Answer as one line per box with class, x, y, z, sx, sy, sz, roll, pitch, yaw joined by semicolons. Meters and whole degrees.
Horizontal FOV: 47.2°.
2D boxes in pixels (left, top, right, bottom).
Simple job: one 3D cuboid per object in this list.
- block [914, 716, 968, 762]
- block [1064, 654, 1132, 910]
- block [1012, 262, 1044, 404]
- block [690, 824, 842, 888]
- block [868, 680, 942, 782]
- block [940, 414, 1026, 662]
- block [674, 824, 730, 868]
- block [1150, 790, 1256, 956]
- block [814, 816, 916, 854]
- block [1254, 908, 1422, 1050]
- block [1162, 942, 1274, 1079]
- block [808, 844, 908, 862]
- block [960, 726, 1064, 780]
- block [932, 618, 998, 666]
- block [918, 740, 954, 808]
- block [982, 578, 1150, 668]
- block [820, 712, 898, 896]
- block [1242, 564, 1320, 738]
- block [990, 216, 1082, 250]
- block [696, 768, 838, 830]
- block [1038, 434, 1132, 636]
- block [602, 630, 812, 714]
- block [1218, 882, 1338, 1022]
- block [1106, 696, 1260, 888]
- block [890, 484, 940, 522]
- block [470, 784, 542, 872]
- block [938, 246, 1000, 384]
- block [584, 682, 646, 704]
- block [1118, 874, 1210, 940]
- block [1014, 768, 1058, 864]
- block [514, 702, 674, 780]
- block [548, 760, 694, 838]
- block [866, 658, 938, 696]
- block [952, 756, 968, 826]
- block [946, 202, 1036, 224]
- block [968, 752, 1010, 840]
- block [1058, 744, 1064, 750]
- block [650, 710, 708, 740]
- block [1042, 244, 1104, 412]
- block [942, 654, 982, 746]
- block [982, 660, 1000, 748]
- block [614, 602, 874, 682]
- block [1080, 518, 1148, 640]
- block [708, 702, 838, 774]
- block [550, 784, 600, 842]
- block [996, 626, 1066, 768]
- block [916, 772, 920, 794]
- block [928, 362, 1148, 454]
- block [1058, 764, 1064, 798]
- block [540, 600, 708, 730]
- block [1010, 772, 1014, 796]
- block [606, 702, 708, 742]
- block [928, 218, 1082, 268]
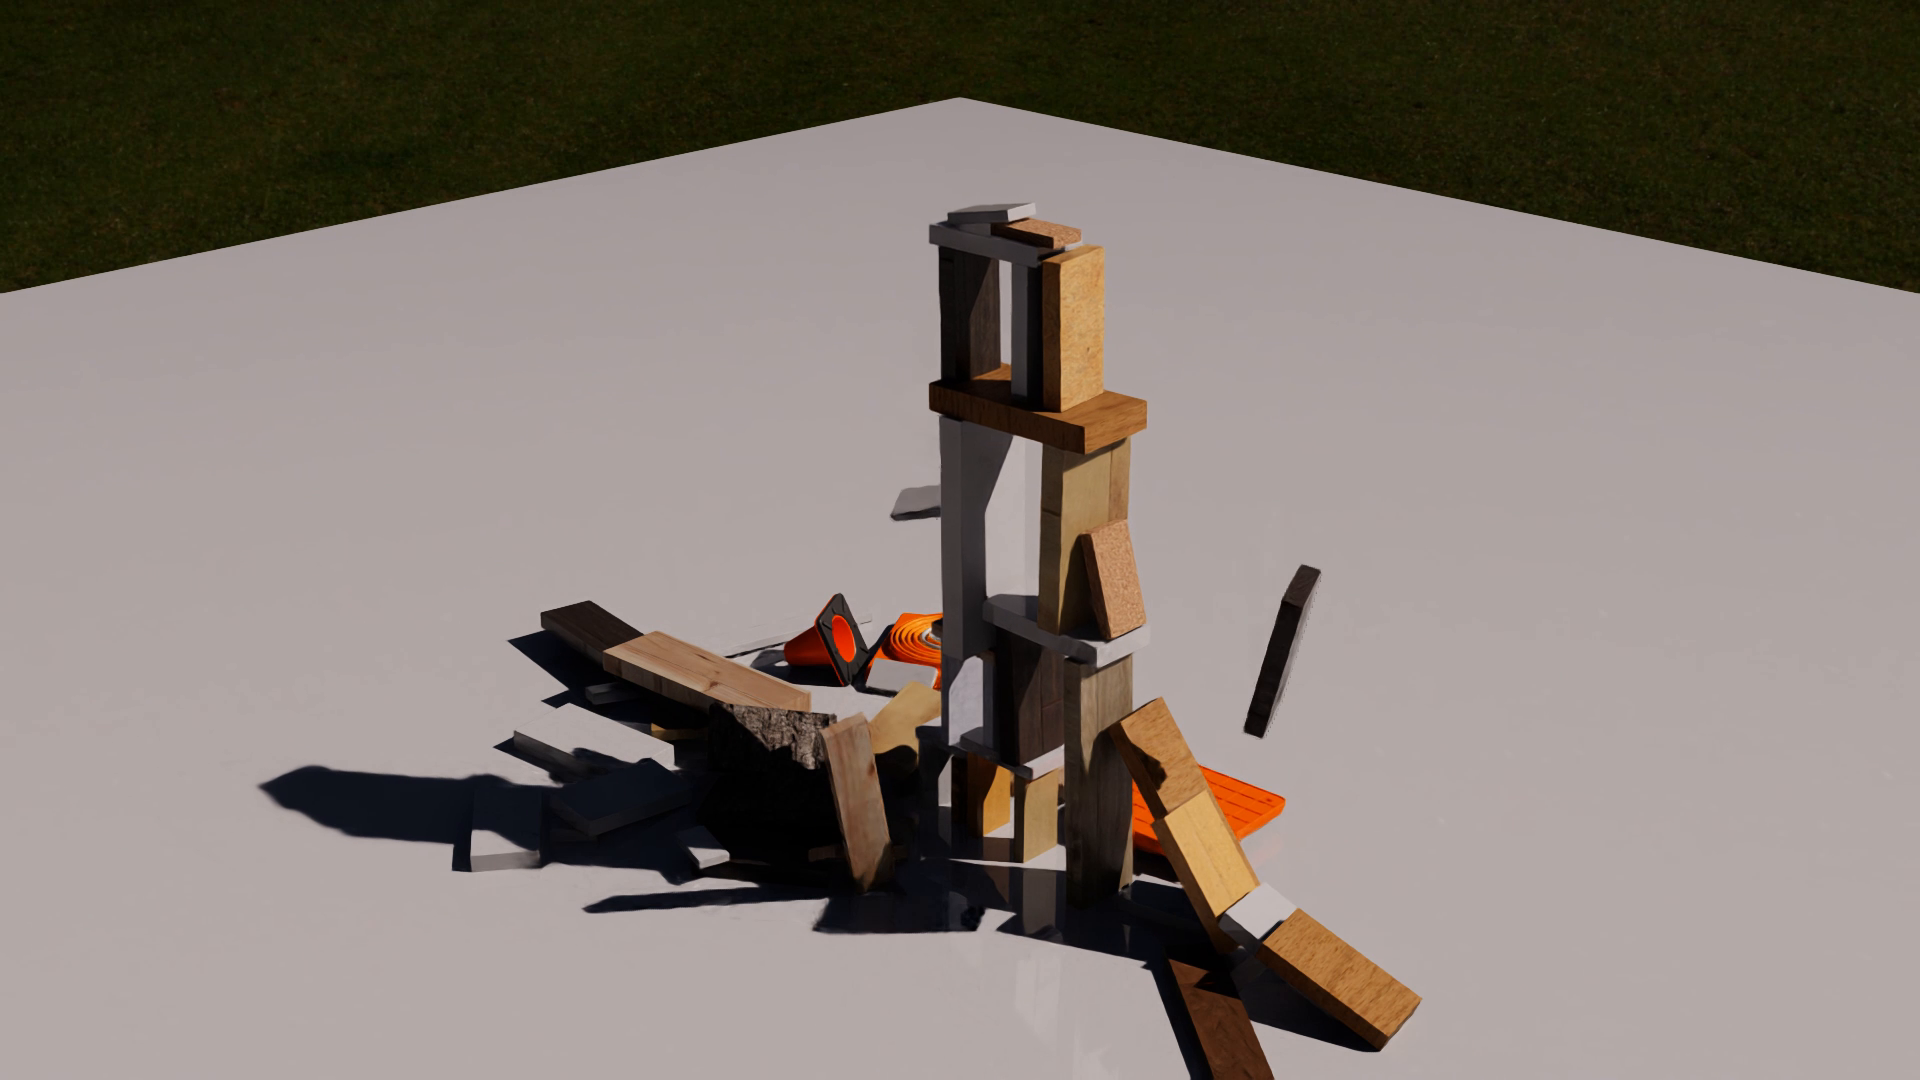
block;-0.012;0.398;4.417;0.148;0.021;0.074;20;30;39
block;0.259;0.435;4.088;0.144;0.505;0.041;-21;28;-40
block;0.144;-0.379;3.885;0.035;0.249;0.125;18;29;36
block;-0.373;0.612;4.269;0.269;0.038;0.135;4;23;10
block;-0.108;0.397;4.596;0.135;0.038;0.269;22;35;19
block;0.044;-0.025;4.109;0.051;0.475;0.180;19;29;38
block;-0.499;0.592;4.246;0.061;0.017;0.122;-13;26;-27
block;0.456;0.601;3.975;0.133;0.266;0.038;-25;-4;-45
block;-0.189;0.580;4.360;0.187;0.027;0.094;4;23;8
block;0.655;0.757;3.806;0.263;0.037;0.131;35;38;21
block;0.463;0.886;3.638;0.098;0.028;0.741;-3;23;-7
block;-0.195;0.598;4.201;0.170;0.024;0.085;7;-17;-38
block;0.102;0.407;4.278;0.191;0.027;0.095;21;31;40
block;0.040;0.187;4.253;0.093;0.026;0.185;-19;29;-37
block;-0.046;0.469;4.465;0.074;0.148;0.021;-11;25;-24
block;0.195;0.151;4.055;0.144;0.041;0.287;-21;31;-40
block;-0.185;0.491;4.057;0.085;0.422;0.024;-24;42;-18
block;0.556;0.193;3.807;0.037;0.282;0.131;20;34;13
block;0.131;-0.535;3.815;0.146;0.021;0.073;20;30;39
block;-0.352;0.519;4.402;0.320;0.045;0.160;-6;21;15
block;0.223;-0.023;3.954;0.051;0.359;0.180;22;32;40
block;-0.551;0.304;4.759;0.488;0.045;0.160;18;27;38
block;0.599;0.725;3.888;0.263;0.037;0.131;38;39;24
block;0.426;0.518;4.047;0.133;0.453;0.038;-26;-3;-45
block;-0.056;-0.074;4.238;0.146;0.021;0.073;-6;41;28
block;-0.900;0.571;4.368;0.130;0.037;0.261;-4;23;-9
block;0.019;-0.420;3.983;0.035;0.249;0.125;17;28;38
block;-0.737;0.335;4.905;0.180;0.025;0.090;-7;9;-20
block;0.405;0.685;4.111;0.195;0.028;0.098;14;27;29
block;0.148;0.525;4.280;0.027;0.191;0.095;21;31;41
block;-0.778;0.439;4.667;0.320;0.045;0.160;17;28;34
block;-0.682;0.520;4.435;0.130;0.037;0.261;28;29;37
block;-0.131;0.313;4.948;0.149;0.021;0.074;8;59;18
block;0.015;0.491;4.415;0.021;0.148;0.074;19;30;38
block;0.055;-0.575;3.874;0.146;0.021;0.073;5;20;44
block;0.057;0.489;4.364;0.027;0.191;0.095;20;30;40
block;0.234;0.420;4.667;0.085;0.024;0.170;-8;2;43
block;-0.573;0.395;4.733;0.180;0.025;0.090;-3;23;-8
block;0.198;-0.370;3.839;0.038;0.266;0.133;15;27;35
block;0.009;0.287;4.353;0.093;0.235;0.026;-15;27;-31
block;0.087;0.303;4.252;0.093;0.185;0.026;-21;30;-40
block;-0.507;0.235;5.145;0.670;0.021;0.074;-13;25;-32
block;0.276;0.069;3.947;0.098;0.195;0.028;-22;15;-41
block;-0.384;0.416;4.523;0.269;0.135;0.038;8;-20;-25
block;-0.766;0.548;4.434;0.094;0.027;0.187;0;23;-1
block;0.137;0.274;4.187;0.144;0.287;0.041;-21;28;-40
block;-0.044;0.454;4.528;0.020;0.141;0.071;31;18;-15
block;0.138;-0.241;3.944;0.359;0.051;0.180;19;29;38
block;0.242;0.476;4.561;0.102;0.029;0.204;24;26;35
block;-0.722;0.273;4.949;0.131;0.037;0.690;-15;26;-35
block;0.048;0.493;4.561;0.204;0.029;0.102;0;23;-1
block;-0.624;0.397;4.792;0.284;0.026;0.090;5;24;13
block;0.079;-0.532;3.881;0.249;0.035;0.125;19;29;38
